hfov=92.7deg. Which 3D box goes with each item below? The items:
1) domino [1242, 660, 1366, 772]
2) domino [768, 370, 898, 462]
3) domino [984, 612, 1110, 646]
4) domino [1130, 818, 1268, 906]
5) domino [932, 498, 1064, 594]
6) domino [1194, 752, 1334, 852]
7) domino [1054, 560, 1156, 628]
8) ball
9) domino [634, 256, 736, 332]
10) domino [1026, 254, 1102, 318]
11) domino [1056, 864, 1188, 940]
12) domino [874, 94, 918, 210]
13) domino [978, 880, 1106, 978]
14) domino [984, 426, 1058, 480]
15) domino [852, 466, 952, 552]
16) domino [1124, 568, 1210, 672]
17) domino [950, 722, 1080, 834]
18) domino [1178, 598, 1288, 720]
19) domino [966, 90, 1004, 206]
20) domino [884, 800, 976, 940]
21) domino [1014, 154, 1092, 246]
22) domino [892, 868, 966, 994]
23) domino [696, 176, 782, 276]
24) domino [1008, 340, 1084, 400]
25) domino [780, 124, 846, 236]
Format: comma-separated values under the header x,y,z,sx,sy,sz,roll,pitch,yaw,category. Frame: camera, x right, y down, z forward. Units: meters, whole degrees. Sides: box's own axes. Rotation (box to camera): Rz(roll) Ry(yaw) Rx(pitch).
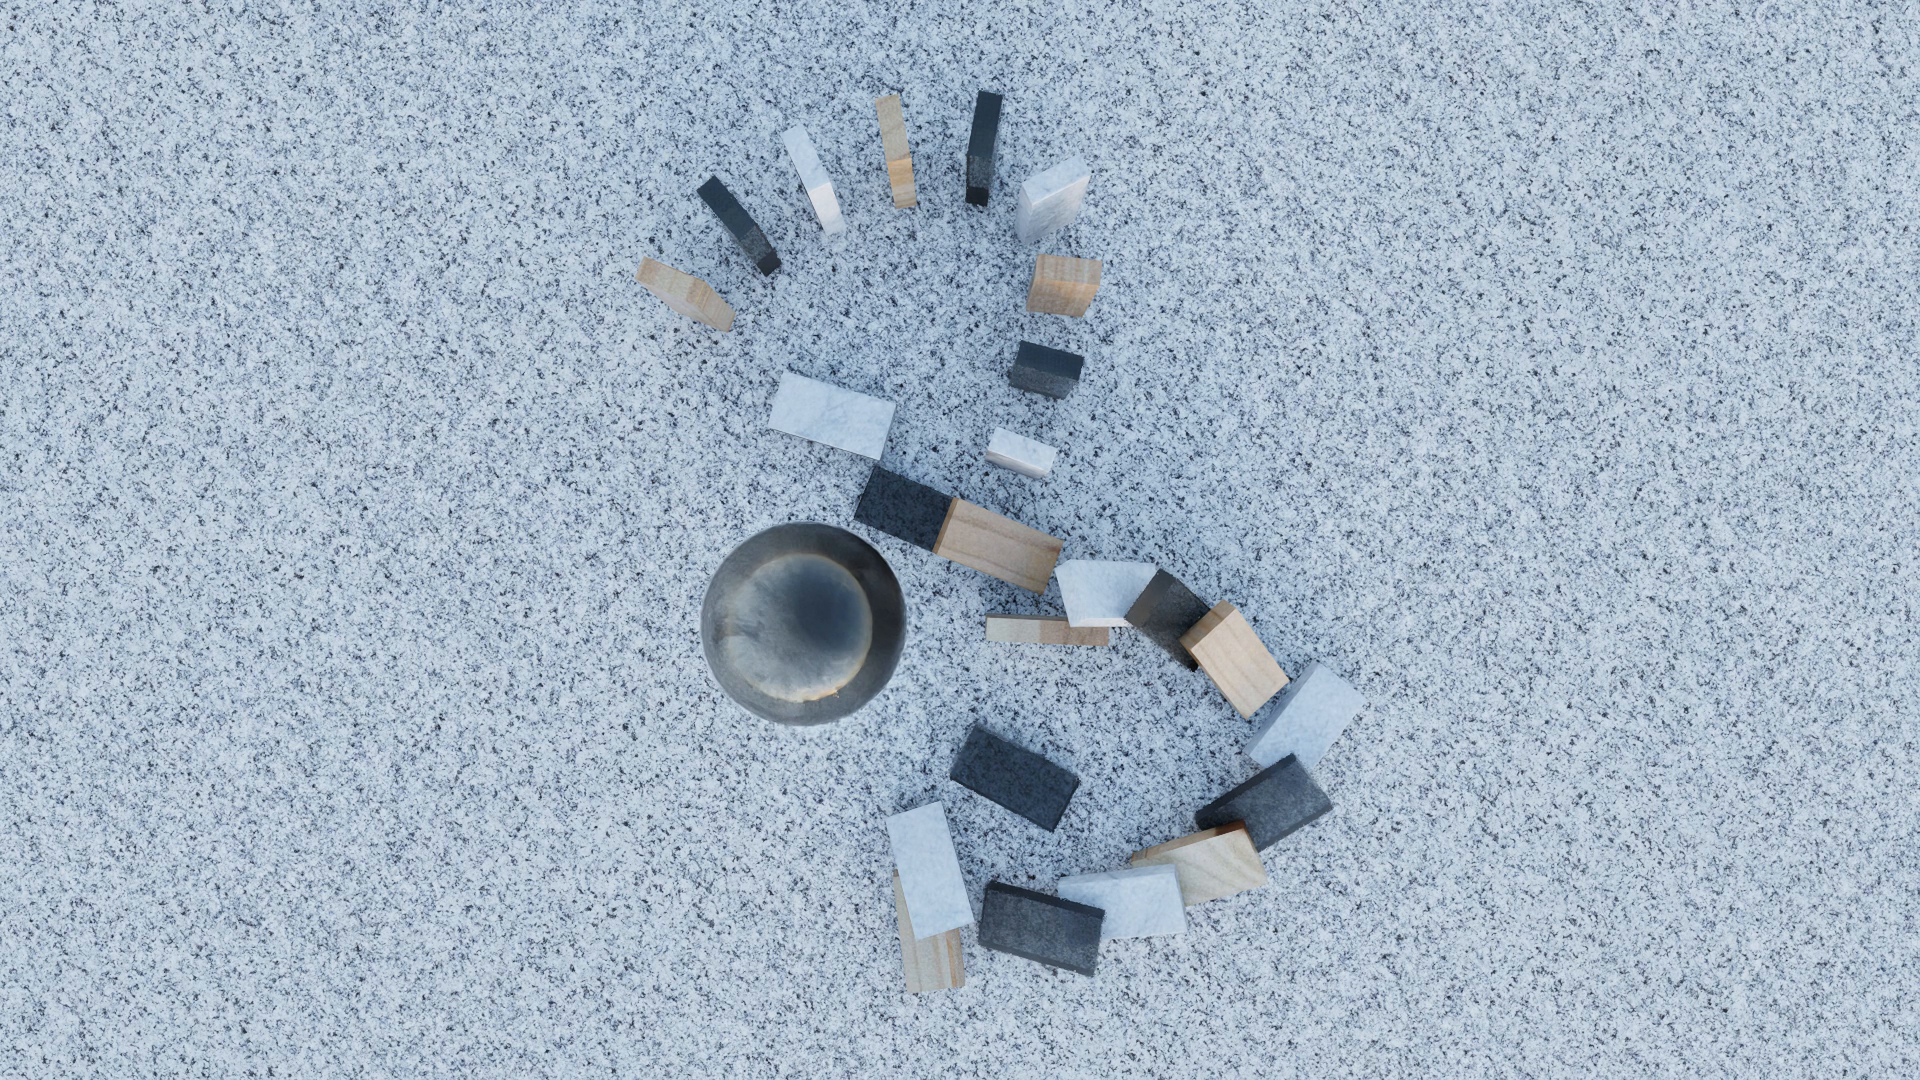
x,y,z,sx,sy,sz,roll,pitch,yaw,category
0.148,0.080,0.395,0.025,0.010,0.050,38,90,0,domino
-0.055,-0.053,0.395,0.050,0.010,0.025,17,90,0,domino
0.036,0.038,0.388,0.050,0.025,0.009,3,90,0,domino
0.101,0.139,0.388,0.050,0.009,0.025,-24,90,17,domino
0.016,0.003,0.389,0.050,0.010,0.025,22,90,-15,domino
0.128,0.115,0.389,0.050,0.010,0.025,-38,90,15,domino
0.063,0.022,0.377,0.050,0.010,0.025,3,64,-37,domino
-0.061,0.033,0.360,0.080,0.080,0.080,0,90,0,ball
-0.111,-0.099,0.375,0.025,0.050,0.009,23,90,0,domino
0.042,-0.103,0.375,0.025,0.050,0.010,7,90,0,domino
0.069,0.154,0.388,0.050,0.010,0.025,-13,90,16,domino
-0.026,-0.157,0.375,0.009,0.050,0.025,-11,90,0,domino
0.034,0.164,0.388,0.050,0.010,0.025,9,93,15,domino
0.024,-0.035,0.375,0.025,0.050,0.010,20,90,0,domino
-0.018,-0.011,0.395,0.050,0.010,0.025,22,90,0,domino
0.090,0.034,0.380,0.050,0.009,0.025,36,90,-42,domino
0.023,0.102,0.395,0.050,0.009,0.025,28,90,0,domino
0.115,0.050,0.384,0.025,0.009,0.050,-42,118,0,domino
0.010,-0.159,0.375,0.009,0.050,0.025,10,90,0,domino
-0.013,0.139,0.387,0.025,0.009,0.050,-16,71,-3,domino
0.037,-0.138,0.375,0.025,0.050,0.009,-27,90,0,domino
-0.013,0.167,0.395,0.025,0.009,0.050,-7,90,0,domino
-0.089,-0.127,0.375,0.009,0.050,0.025,-41,90,0,domino
0.034,-0.069,0.375,0.025,0.050,0.010,15,90,0,domino
-0.059,-0.146,0.375,0.010,0.050,0.025,-25,90,0,domino
